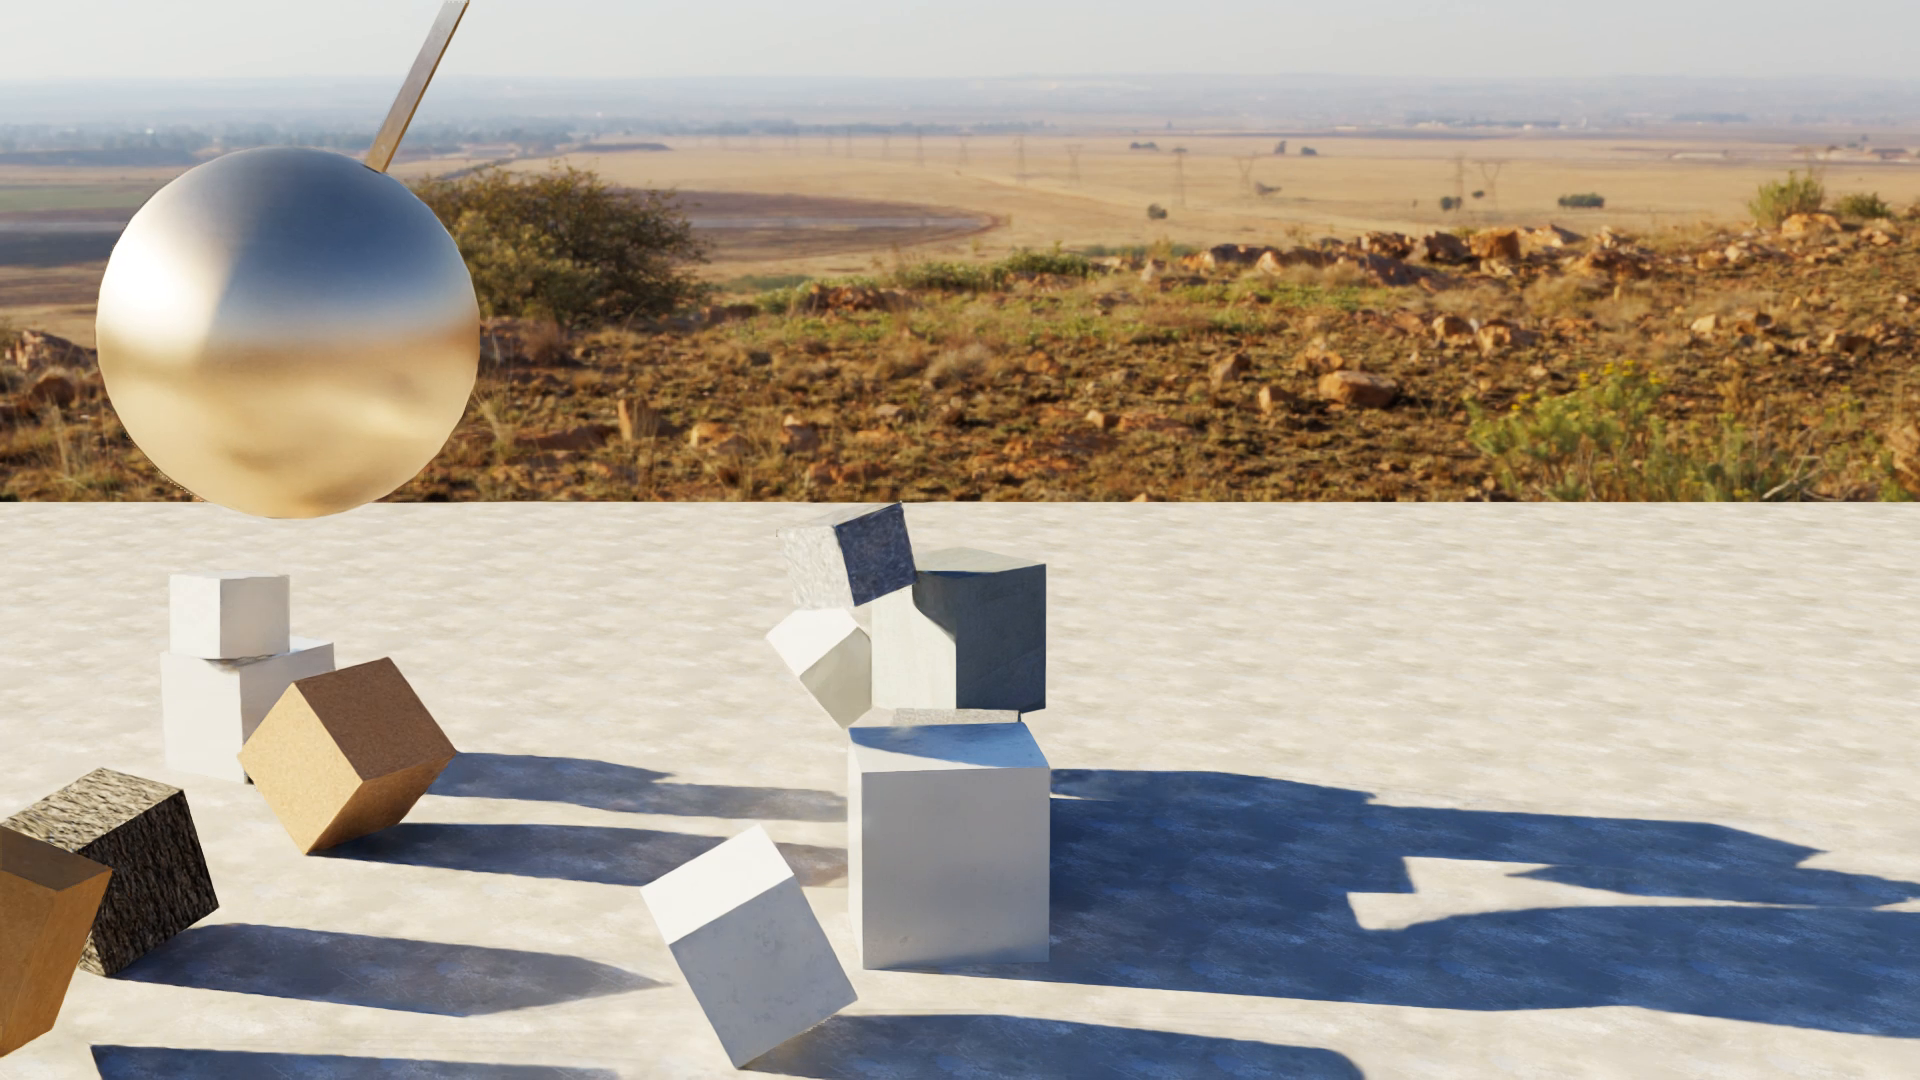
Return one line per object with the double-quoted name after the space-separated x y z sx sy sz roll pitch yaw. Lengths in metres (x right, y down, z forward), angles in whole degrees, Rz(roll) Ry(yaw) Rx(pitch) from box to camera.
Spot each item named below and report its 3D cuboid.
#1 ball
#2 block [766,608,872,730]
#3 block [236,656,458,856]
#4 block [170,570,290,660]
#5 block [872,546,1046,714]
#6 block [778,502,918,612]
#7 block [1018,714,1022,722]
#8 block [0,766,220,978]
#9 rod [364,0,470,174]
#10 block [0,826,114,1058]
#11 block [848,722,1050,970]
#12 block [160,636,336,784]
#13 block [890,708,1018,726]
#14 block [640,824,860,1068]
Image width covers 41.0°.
-2.870 -0.887 11.019 1.600 1.600 1.600 0 10 0 "ball"
-0.635 0.598 12.997 0.397 0.455 0.435 -40 38 -3 "block"
-2.831 0.991 11.852 0.579 0.567 0.604 51 31 15 "block"
-3.665 0.369 12.878 0.391 0.395 0.425 4 5 37 "block"
-0.005 0.454 12.306 0.578 0.711 0.608 -9 14 -41 "block"
-0.511 0.075 11.806 0.376 0.383 0.443 -5 11 42 "block"
-0.005 1.067 12.311 0.585 0.495 0.593 0 10 3 "block"
-3.454 1.331 10.345 0.553 0.553 0.565 8 28 36 "block"
-1.244 -3.825 10.485 0.080 5.200 0.080 28 9 -5 "rod"
-3.487 1.400 9.126 0.575 0.633 0.588 21 0 0 "block"
-0.057 1.237 10.502 0.749 0.810 0.706 -1 10 -7 "block"
-3.651 0.849 13.202 0.572 0.606 0.644 6 12 32 "block"
-0.030 1.128 11.704 0.572 0.593 0.562 1 10 4 "block"
-0.778 1.477 9.395 0.505 0.548 0.589 -28 18 -9 "block"
